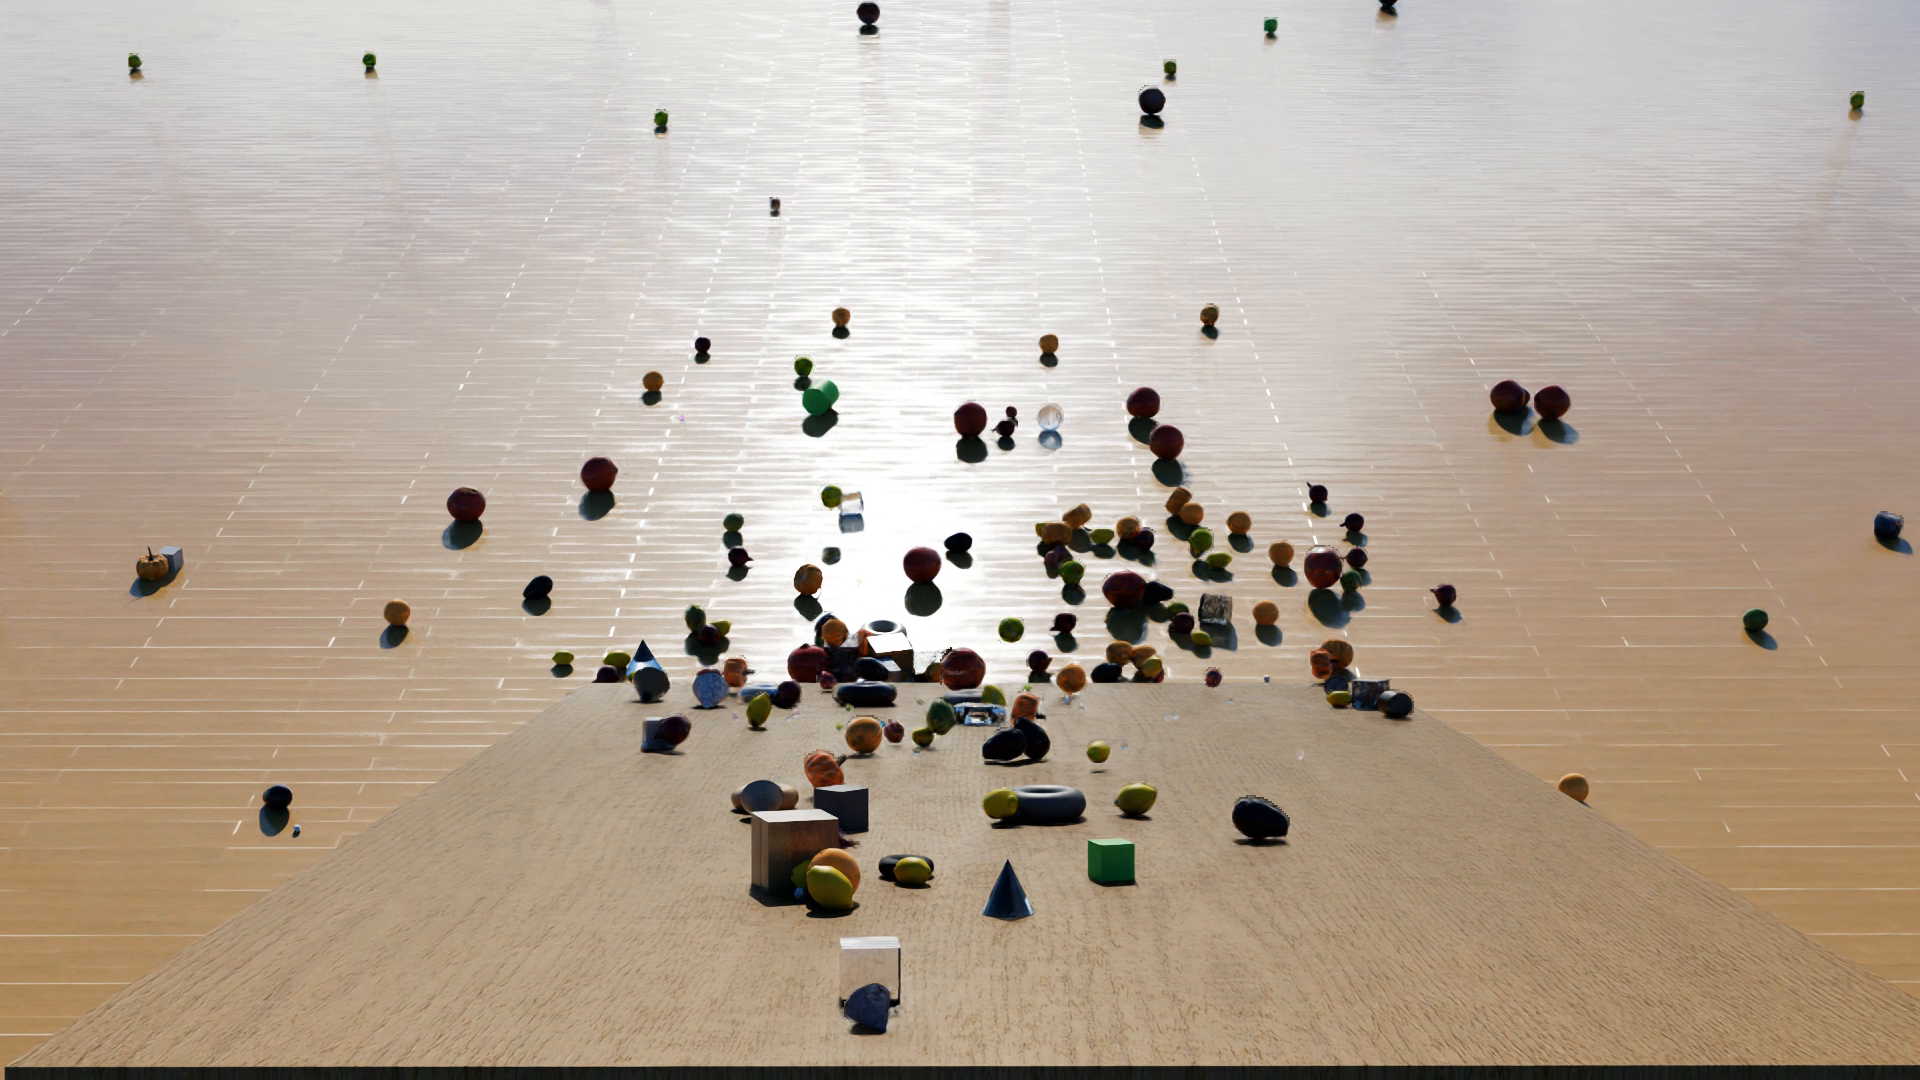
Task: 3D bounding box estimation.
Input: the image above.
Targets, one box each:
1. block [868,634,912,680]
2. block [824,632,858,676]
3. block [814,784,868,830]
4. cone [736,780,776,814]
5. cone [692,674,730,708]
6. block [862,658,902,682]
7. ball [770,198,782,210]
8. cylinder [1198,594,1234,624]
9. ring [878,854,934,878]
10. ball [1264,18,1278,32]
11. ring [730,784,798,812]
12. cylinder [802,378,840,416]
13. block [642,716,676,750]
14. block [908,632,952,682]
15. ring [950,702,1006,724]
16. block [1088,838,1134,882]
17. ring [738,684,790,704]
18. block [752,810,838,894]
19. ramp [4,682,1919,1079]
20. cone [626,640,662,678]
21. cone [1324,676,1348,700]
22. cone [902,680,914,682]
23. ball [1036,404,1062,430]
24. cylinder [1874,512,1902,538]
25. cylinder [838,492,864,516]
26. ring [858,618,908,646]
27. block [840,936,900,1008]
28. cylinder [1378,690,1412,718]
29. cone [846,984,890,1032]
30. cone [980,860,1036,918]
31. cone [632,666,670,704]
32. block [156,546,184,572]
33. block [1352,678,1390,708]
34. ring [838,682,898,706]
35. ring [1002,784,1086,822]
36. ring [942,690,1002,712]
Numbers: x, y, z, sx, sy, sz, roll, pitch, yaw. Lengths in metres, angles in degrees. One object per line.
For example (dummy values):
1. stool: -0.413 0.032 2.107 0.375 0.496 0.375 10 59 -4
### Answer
1. block: -0.185 0.313 6.765 0.095 0.095 0.095 -6 24 -14
2. block: -0.313 0.302 6.803 0.086 0.086 0.086 -1 24 -1
3. block: -0.189 0.427 4.111 0.062 0.062 0.062 2 3 42
4. cone: -0.320 0.439 4.177 0.072 0.072 0.072 -11 56 -23
5. cone: -0.581 0.367 5.937 0.087 0.087 0.087 1 29 2
6. block: -0.204 0.363 6.671 0.080 0.080 0.080 -9 25 -19
7. ball: -0.772 -1.403 10.752 0.050 0.050 0.050 0 24 0
8. cylinder: 0.702 0.190 7.069 0.078 0.078 0.078 6 24 18
9. ring: -0.076 0.463 3.647 0.080 0.027 0.080 1 2 0
10. ball: 1.672 -2.765 13.840 0.078 0.078 0.078 0 24 0
11. ring: -0.326 0.432 4.308 0.114 0.038 0.114 -1 3 0
12. cylinder: -0.464 -0.476 8.570 0.098 0.098 0.098 8 25 18
13. block: -0.604 0.387 5.161 0.059 0.059 0.059 -1 2 -17
14. block: -0.081 0.311 6.770 0.096 0.096 0.096 -5 24 -12
15. ring: 0.039 0.378 5.618 0.123 0.041 0.123 1 1 0
16. block: 0.213 0.451 3.631 0.051 0.051 0.051 -1 2 -19
17. ring: -0.460 0.362 6.050 0.121 0.040 0.121 1 3 0
18. block: -0.228 0.430 3.557 0.099 0.099 0.099 -1 2 -18
19. ramp: 0.054 0.491 4.542 2.000 0.100 4.000 0 2 0
20. cone: -0.835 0.303 6.789 0.095 0.095 0.095 0 24 0
21. cone: 0.899 0.365 6.130 0.059 0.059 0.059 0 29 0
22. cone: -0.135 0.402 6.648 0.059 0.059 0.059 9 52 19
23. ball: 0.293 -0.400 8.412 0.085 0.085 0.085 0 24 0
24. cylinder: 2.748 -0.044 7.625 0.061 0.061 0.061 20 31 38
25. cylinder: -0.329 -0.110 7.771 0.066 0.066 0.066 -6 24 -14
26. ring: -0.208 0.254 6.964 0.136 0.045 0.136 1 23 -1
27. block: -0.099 0.476 2.838 0.064 0.064 0.064 0 2 -5
28. cylinder: 0.968 0.365 5.732 0.056 0.056 0.056 -8 5 -18
29. cone: -0.087 0.502 2.701 0.051 0.051 0.051 -10 32 -21
30. cone: 0.062 0.451 3.361 0.072 0.072 0.072 0 2 0
31. cone: -0.738 0.361 6.075 0.090 0.090 0.090 3 29 6
32. block: -2.274 0.053 7.415 0.052 0.052 0.052 5 24 12
33. block: 0.947 0.354 5.937 0.063 0.063 0.063 2 3 38
34. ring: -0.217 0.359 6.028 0.143 0.048 0.143 0 1 0
35. ring: 0.137 0.431 4.211 0.141 0.047 0.141 -1 3 0
36. ring: 0.026 0.367 5.841 0.139 0.046 0.139 -1 3 0
